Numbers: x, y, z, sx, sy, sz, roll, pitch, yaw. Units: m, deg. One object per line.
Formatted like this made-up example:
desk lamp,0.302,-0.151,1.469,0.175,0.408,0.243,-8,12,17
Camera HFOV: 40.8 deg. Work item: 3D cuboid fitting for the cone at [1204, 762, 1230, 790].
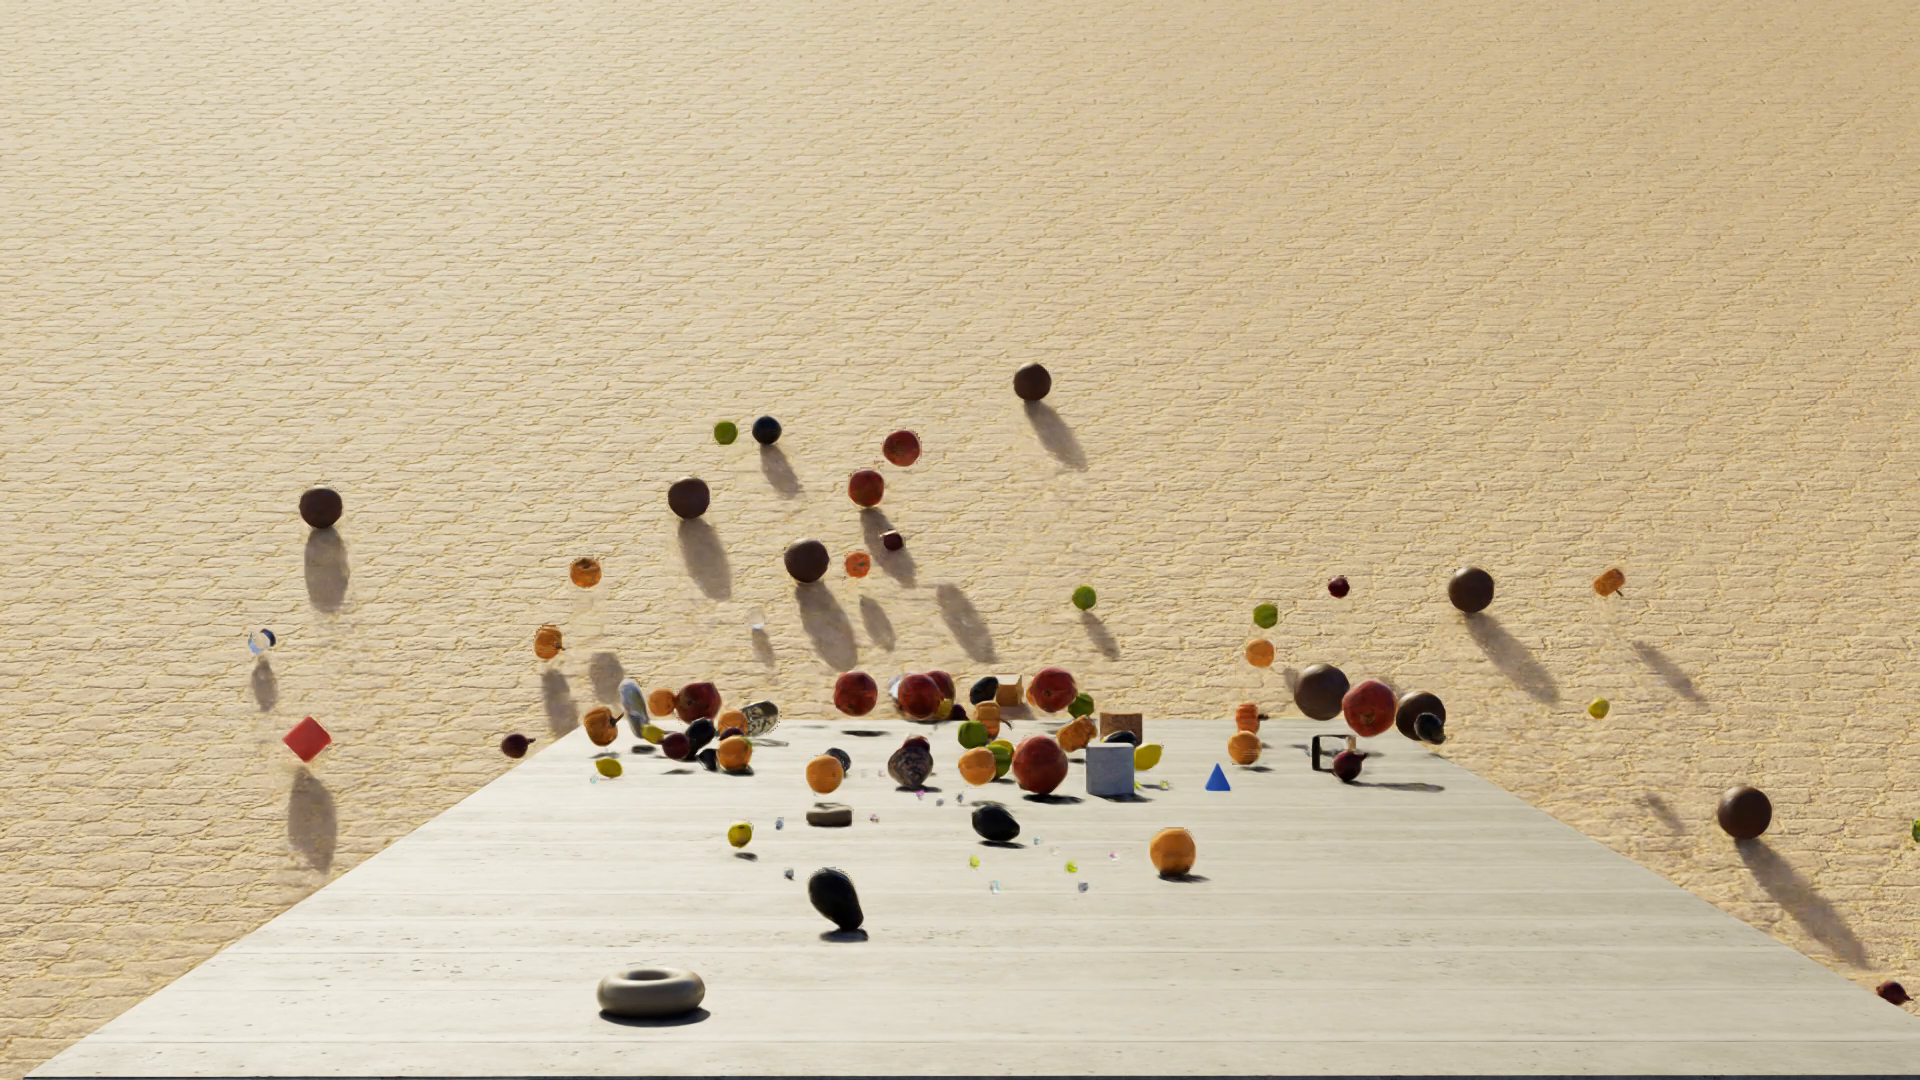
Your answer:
cone,0.504,0.461,5.058,0.054,0.054,0.054,0,1,0

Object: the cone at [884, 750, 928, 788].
cone,-0.092,0.467,5.064,0.092,0.092,0.092,-10,9,-18

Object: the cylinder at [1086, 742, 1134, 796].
cylinder,0.289,0.443,4.992,0.093,0.093,0.093,0,1,0

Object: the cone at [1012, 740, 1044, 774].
cone,0.141,0.447,5.364,0.070,0.070,0.070,0,1,0

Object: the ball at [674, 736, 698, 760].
ball,-0.596,0.451,5.615,0.052,0.052,0.052,0,27,0

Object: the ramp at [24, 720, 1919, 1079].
ramp,0.061,0.547,4.583,2.000,0.100,4.000,0,1,0

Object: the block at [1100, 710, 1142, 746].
block,0.369,0.433,5.913,0.076,0.076,0.076,0,1,-17

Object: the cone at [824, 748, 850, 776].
cone,-0.264,0.469,5.311,0.061,0.061,0.061,9,31,17

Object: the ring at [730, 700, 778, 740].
ring,-0.481,0.422,6.046,0.122,0.122,0.041,-15,58,-28

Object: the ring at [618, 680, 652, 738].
ring,-0.746,0.388,5.923,0.048,0.145,0.145,-22,31,-9

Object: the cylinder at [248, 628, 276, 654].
cylinder,-1.907,0.277,7.050,0.054,0.054,0.054,-28,8,37

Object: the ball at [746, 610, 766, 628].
ball,-0.569,0.221,7.192,0.055,0.055,0.055,0,27,0

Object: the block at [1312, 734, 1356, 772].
block,0.784,0.445,5.406,0.071,0.071,0.071,1,1,27

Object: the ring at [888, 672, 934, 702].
ring,-0.131,0.389,6.875,0.124,0.041,0.124,0,26,0

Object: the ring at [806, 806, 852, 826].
ring,-0.231,0.485,4.539,0.083,0.028,0.083,-1,2,0

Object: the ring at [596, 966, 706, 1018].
ring,-0.349,0.510,2.911,0.123,0.041,0.123,-1,2,0

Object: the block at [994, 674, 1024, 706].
block,0.129,0.397,6.826,0.062,0.062,0.062,-2,25,16

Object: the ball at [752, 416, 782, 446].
ball,-0.621,-0.352,8.281,0.096,0.096,0.096,0,27,0
